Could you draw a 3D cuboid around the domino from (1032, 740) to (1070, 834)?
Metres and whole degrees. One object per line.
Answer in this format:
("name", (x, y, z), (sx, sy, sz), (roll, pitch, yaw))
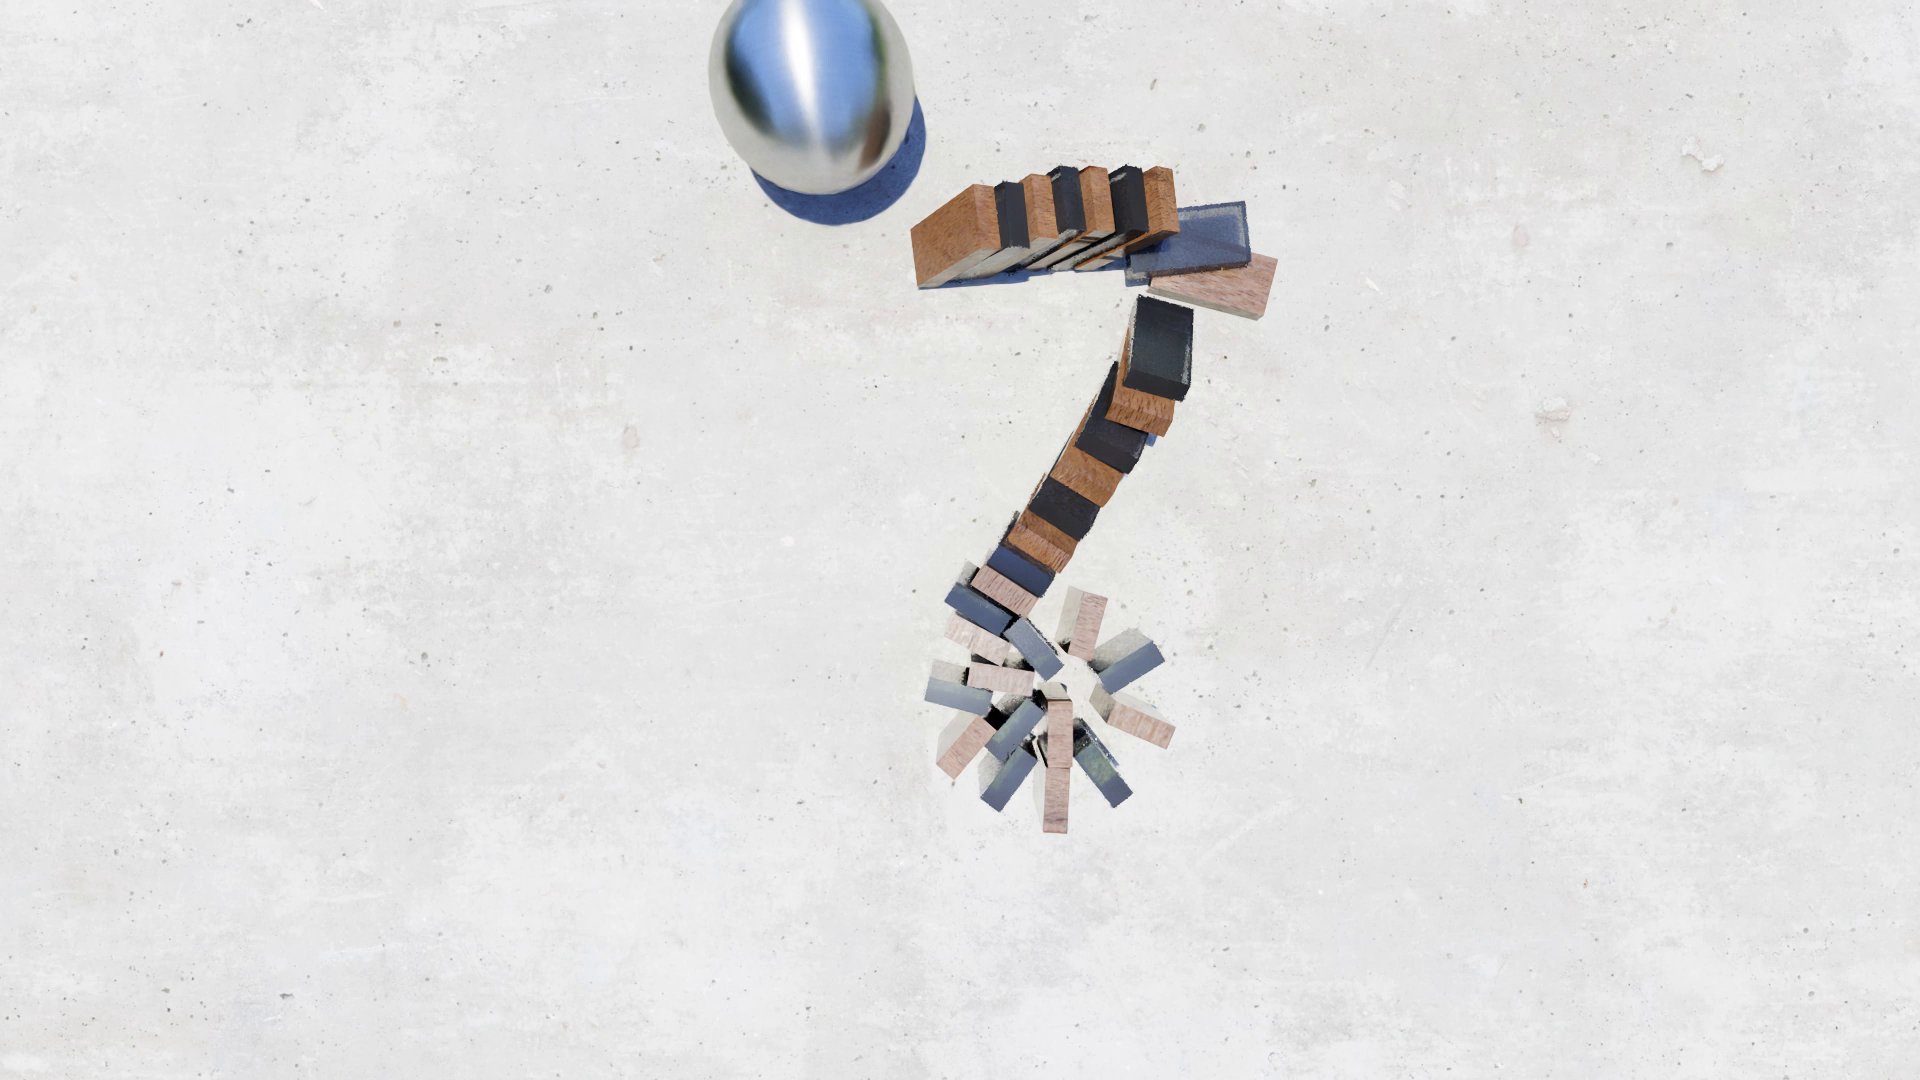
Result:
("domino", (0.037, 0.100, 0.375), (0.009, 0.050, 0.025), (3, 90, 0))

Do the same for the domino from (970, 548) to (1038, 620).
("domino", (0.019, 0.017, 0.375), (0.025, 0.050, 0.009), (32, 98, 0))

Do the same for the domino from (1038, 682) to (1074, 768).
("domino", (0.038, 0.074, 0.375), (0.009, 0.050, 0.025), (0, 90, 0))

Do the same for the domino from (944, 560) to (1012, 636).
("domino", (0.009, 0.023, 0.375), (0.025, 0.050, 0.010), (33, 100, 0))

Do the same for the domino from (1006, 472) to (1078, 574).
("domino", (0.038, -0.008, 0.376), (0.025, 0.050, 0.010), (32, 122, 0))

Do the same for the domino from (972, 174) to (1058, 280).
("domino", (0.020, -0.128, 0.376), (0.009, 0.050, 0.025), (-7, 90, -33))

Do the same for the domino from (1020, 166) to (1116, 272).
("domino", (0.042, -0.131, 0.376), (0.010, 0.050, 0.025), (-7, 90, -33))

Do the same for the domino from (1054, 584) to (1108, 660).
("domino", (0.049, 0.033, 0.375), (0.009, 0.050, 0.025), (15, 90, 0))

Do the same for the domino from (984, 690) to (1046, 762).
("domino", (0.021, 0.073, 0.375), (0.010, 0.050, 0.025), (42, 90, 0))

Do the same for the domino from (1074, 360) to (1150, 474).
("domino", (0.067, -0.052, 0.380), (0.025, 0.010, 0.050), (28, 50, 0))

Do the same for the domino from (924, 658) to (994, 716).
("domino", (-0.001, 0.060, 0.375), (0.025, 0.050, 0.010), (14, 90, 0))

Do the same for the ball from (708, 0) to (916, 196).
("ball", (-0.058, -0.178, 0.360), (0.080, 0.080, 0.080), (0, 90, 0))

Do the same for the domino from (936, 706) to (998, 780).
("domino", (0.002, 0.079, 0.375), (0.010, 0.050, 0.025), (41, 90, 0))

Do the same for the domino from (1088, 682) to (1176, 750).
("domino", (0.069, 0.071, 0.375), (0.025, 0.050, 0.009), (23, 90, 0))

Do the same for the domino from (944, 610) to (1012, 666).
("domino", (0.007, 0.038, 0.375), (0.025, 0.050, 0.009), (28, 91, 0))

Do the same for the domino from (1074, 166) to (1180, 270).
("domino", (0.066, -0.131, 0.377), (0.010, 0.050, 0.025), (-6, 90, -36))

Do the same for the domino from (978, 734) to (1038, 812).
("domino", (0.019, 0.092, 0.375), (0.009, 0.050, 0.025), (36, 90, 0))

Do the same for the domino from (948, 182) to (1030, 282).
("domino", (0.009, -0.125, 0.376), (0.010, 0.050, 0.025), (-7, 92, -33))

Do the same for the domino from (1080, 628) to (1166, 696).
("domino", (0.066, 0.049, 0.375), (0.025, 0.050, 0.010), (-32, 90, 0))

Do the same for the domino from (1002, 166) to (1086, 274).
("domino", (0.031, -0.130, 0.376), (0.009, 0.050, 0.025), (-7, 89, -33))

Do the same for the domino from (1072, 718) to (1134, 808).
("domino", (0.055, 0.090, 0.375), (0.009, 0.050, 0.025), (-39, 90, 0))

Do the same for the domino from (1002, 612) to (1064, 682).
("domino", (0.028, 0.041, 0.375), (0.009, 0.050, 0.025), (-41, 92, 1))

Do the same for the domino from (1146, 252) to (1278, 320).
("domino", (0.108, -0.114, 0.395), (0.050, 0.009, 0.025), (14, 90, 0))

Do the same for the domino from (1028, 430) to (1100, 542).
("domino", (0.048, -0.023, 0.379), (0.025, 0.050, 0.010), (32, 134, 0))

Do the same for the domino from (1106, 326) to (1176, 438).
("domino", (0.077, -0.066, 0.381), (0.025, 0.009, 0.050), (18, 51, 0))

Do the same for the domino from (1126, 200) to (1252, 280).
("domino", (0.095, -0.126, 0.386), (0.050, 0.010, 0.025), (-6, 90, 0))

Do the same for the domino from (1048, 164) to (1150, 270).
("domino", (0.055, -0.131, 0.377), (0.009, 0.050, 0.025), (-7, 90, -36))

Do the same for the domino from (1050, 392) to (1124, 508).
("domino", (0.058, -0.038, 0.380), (0.025, 0.009, 0.050), (31, 49, 0))

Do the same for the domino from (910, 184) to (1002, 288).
("domino", (-0.003, -0.124, 0.376), (0.010, 0.050, 0.025), (-7, 90, -33))

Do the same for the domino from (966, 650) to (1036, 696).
("domino", (0.016, 0.053, 0.375), (0.025, 0.050, 0.010), (9, 91, 0))

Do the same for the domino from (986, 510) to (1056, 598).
("domino", (0.028, 0.005, 0.375), (0.025, 0.050, 0.009), (32, 110, 0))

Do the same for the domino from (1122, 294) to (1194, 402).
("domino", (0.083, -0.080, 0.380), (0.025, 0.010, 0.050), (15, 51, -2))
